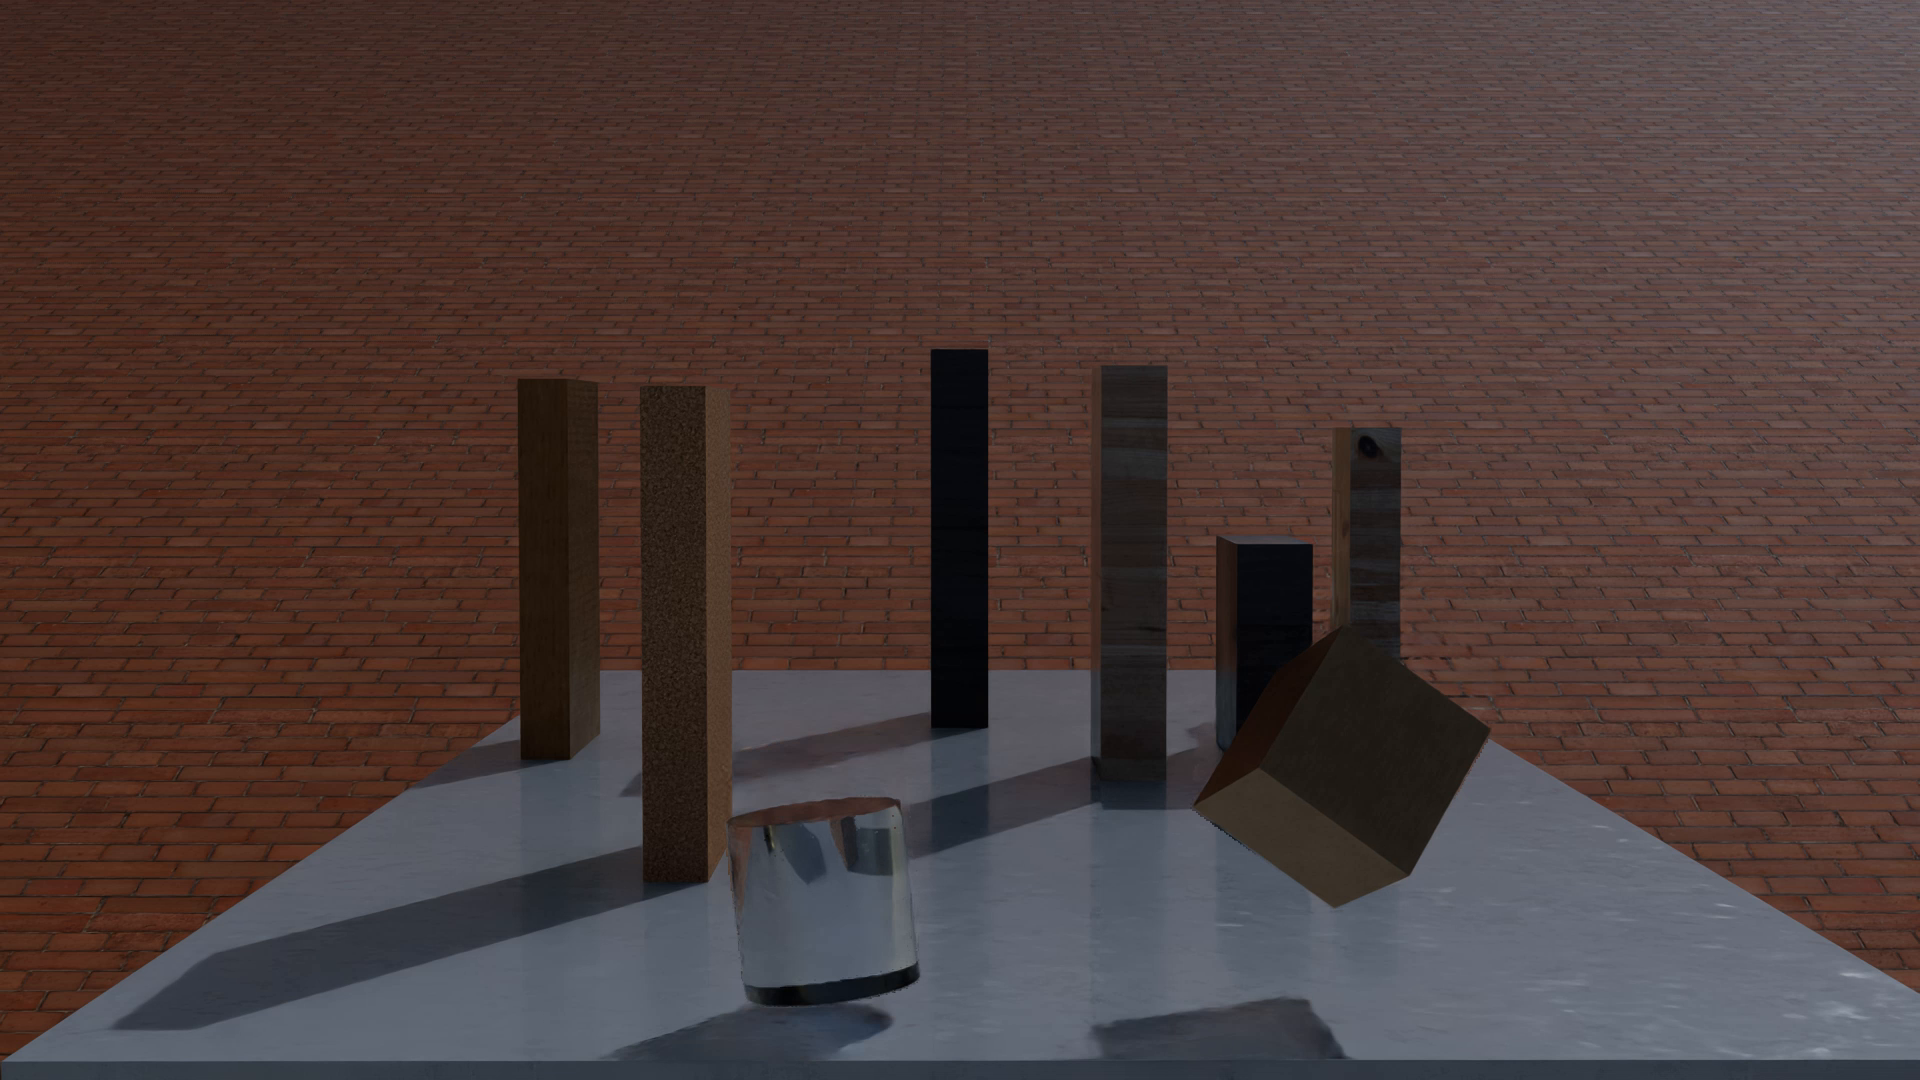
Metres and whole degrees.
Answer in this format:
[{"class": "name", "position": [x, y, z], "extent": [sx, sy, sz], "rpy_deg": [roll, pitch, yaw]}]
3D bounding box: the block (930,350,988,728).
[{"class": "block", "position": [-0.001, -0.009, 5.437], "extent": [0.118, 0.778, 0.312], "rpy_deg": [0, 3, 0]}]

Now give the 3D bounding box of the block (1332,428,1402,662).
[{"class": "block", "position": [0.927, 0.051, 5.887], "extent": [0.113, 0.616, 0.278], "rpy_deg": [0, 3, 0]}]

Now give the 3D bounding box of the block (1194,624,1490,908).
[{"class": "block", "position": [0.423, 0.255, 2.867], "extent": [0.200, 0.200, 0.200], "rpy_deg": [36, 66, -2]}]

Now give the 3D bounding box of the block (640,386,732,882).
[{"class": "block", "position": [-0.390, 0.121, 3.695], "extent": [0.089, 0.678, 0.385], "rpy_deg": [0, 3, 0]}]

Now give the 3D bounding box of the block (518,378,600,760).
[{"class": "block", "position": [-0.775, 0.046, 4.991], "extent": [0.092, 0.710, 0.408], "rpy_deg": [0, 3, 0]}]

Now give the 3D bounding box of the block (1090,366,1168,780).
[{"class": "block", "position": [0.304, 0.051, 4.666], "extent": [0.115, 0.727, 0.335], "rpy_deg": [0, 3, 0]}]

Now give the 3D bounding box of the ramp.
[{"class": "ramp", "position": [0.052, 0.471, 4.535], "extent": [2.000, 0.100, 4.000], "rpy_deg": [0, 3, 0]}]

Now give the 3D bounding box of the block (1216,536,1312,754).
[{"class": "block", "position": [0.572, 0.202, 4.865], "extent": [0.137, 0.407, 0.375], "rpy_deg": [0, 3, 0]}]

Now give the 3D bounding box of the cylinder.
[{"class": "cylinder", "position": [-0.146, 0.382, 2.739], "extent": [0.187, 0.187, 0.187], "rpy_deg": [-6, 1, 0]}]
